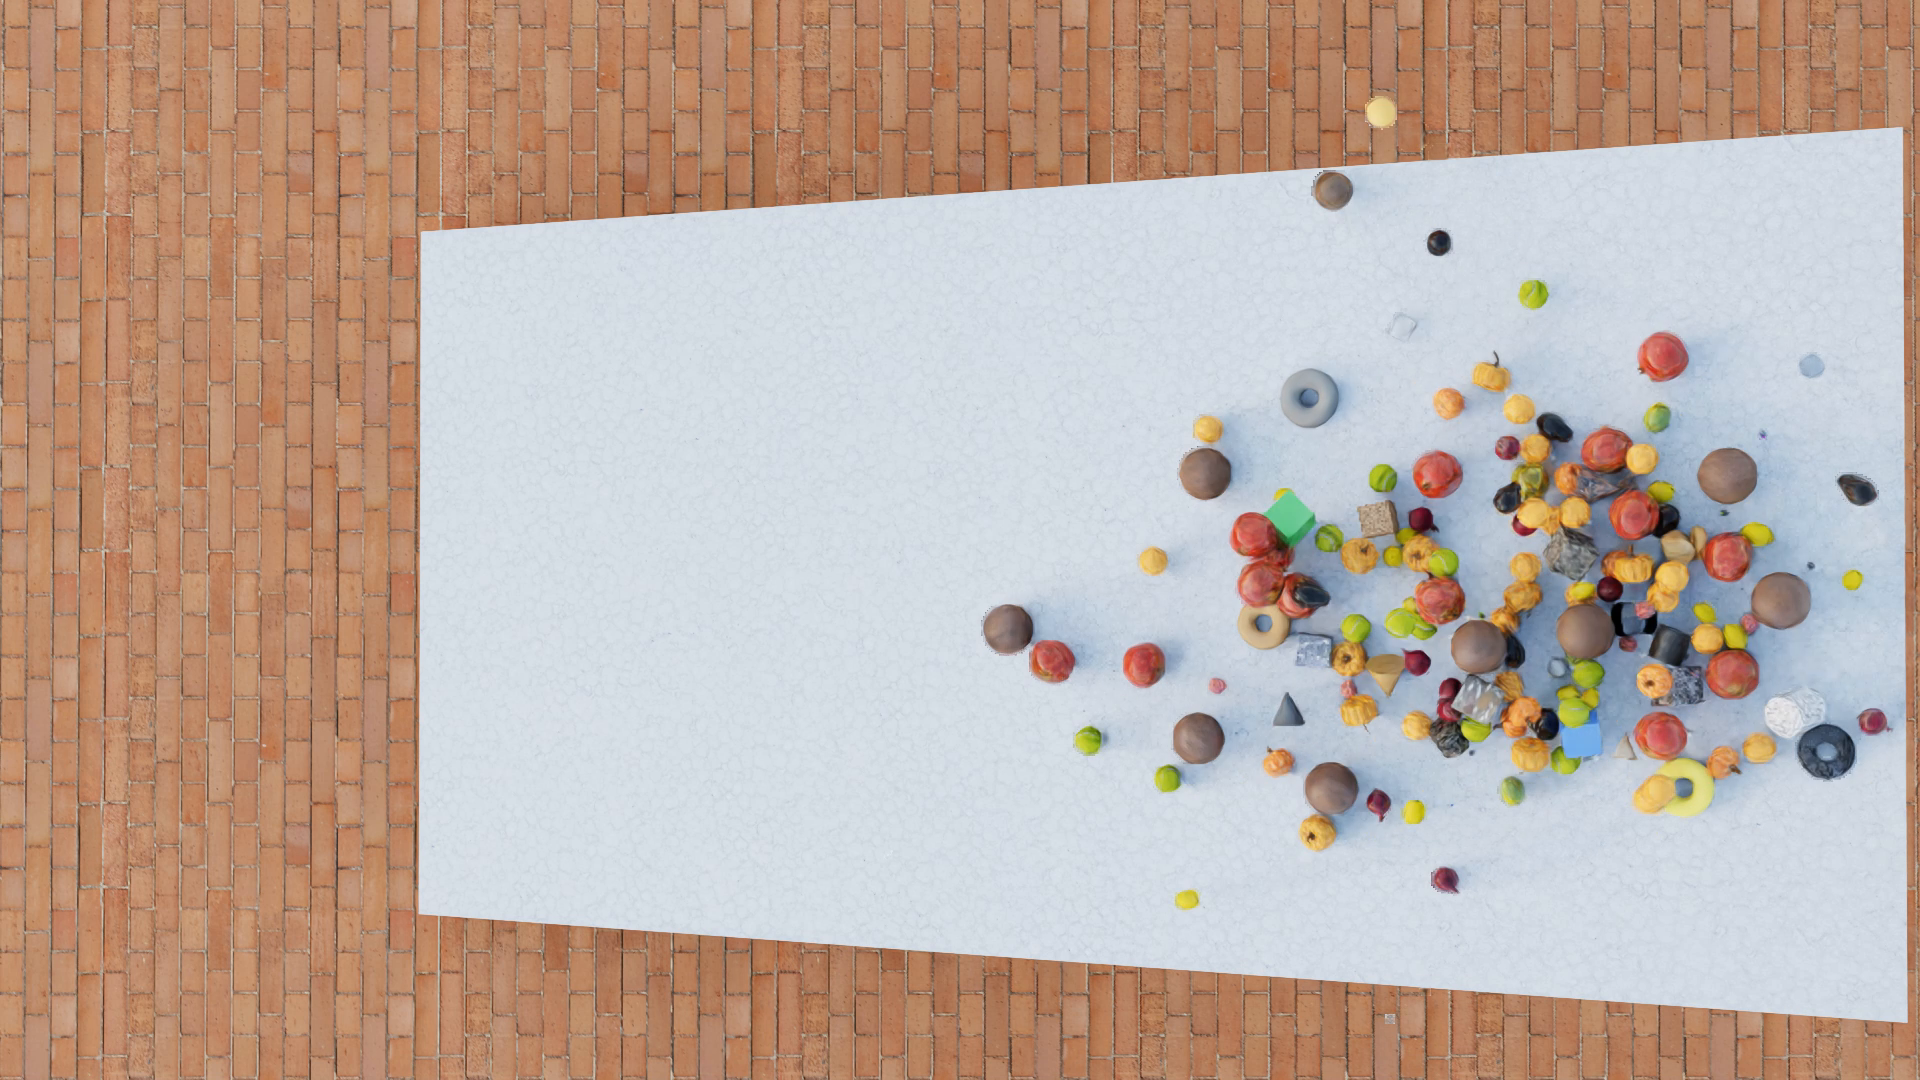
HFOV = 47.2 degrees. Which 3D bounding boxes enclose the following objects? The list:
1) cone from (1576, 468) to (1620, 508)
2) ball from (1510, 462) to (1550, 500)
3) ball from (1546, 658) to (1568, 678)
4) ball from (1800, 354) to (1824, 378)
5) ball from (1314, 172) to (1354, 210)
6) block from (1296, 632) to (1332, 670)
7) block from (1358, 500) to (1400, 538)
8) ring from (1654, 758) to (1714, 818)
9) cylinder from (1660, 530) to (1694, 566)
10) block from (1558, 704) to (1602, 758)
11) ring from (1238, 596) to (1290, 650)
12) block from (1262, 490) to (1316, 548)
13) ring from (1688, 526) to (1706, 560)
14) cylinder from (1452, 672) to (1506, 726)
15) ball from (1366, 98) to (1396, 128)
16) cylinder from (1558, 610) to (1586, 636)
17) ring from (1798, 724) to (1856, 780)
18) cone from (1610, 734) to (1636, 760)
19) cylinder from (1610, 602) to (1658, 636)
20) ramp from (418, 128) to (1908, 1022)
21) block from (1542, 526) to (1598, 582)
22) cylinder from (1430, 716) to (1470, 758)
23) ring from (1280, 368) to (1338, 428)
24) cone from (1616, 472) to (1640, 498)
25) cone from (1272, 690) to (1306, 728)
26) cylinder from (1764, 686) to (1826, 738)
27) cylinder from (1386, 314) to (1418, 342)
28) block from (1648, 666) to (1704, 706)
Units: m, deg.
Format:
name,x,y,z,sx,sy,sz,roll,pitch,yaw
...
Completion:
name,x,y,z,sx,sy,sz,roll,pitch,yaw
cone,1.488,-0.118,5.091,0.092,0.092,0.092,4,89,37
ball,1.344,-0.138,5.183,0.091,0.091,0.091,0,89,0
ball,1.406,0.301,5.173,0.051,0.051,0.051,0,89,0
ball,1.924,-0.392,4.965,0.053,0.053,0.053,0,89,0
ball,0.912,-0.852,5.369,0.095,0.095,0.095,0,89,0
block,0.865,0.271,5.375,0.078,0.078,0.078,8,93,11
block,1.014,-0.049,5.327,0.076,0.076,0.076,-12,85,22
ring,1.666,0.570,5.063,0.138,0.046,0.138,-1,88,28
cylinder,1.643,0.018,5.037,0.064,0.064,0.064,2,110,6
block,1.439,0.445,5.106,0.084,0.084,0.084,-9,114,12
ring,0.754,0.206,5.449,0.134,0.045,0.134,0,89,21
block,0.795,-0.050,5.308,0.087,0.087,0.087,-44,70,-3
ring,1.691,0.007,5.047,0.027,0.081,0.081,5,89,2
cylinder,1.212,0.372,5.143,0.093,0.093,0.093,29,89,13
ball,1.025,-1.041,5.357,0.070,0.070,0.070,0,89,0
cylinder,1.434,0.195,5.158,0.059,0.059,0.059,0,89,22
ring,1.950,0.477,4.949,0.123,0.041,0.123,-2,84,23
cone,1.520,0.469,5.025,0.058,0.058,0.058,12,77,0
cylinder,1.558,0.182,5.083,0.077,0.077,0.077,4,84,-41
ramp,0.283,0.086,5.724,4.000,0.100,2.000,0,89,23
block,1.420,0.032,5.116,0.082,0.082,0.082,21,117,-9
cylinder,1.166,0.470,5.243,0.072,0.072,0.072,-35,120,0
ring,0.859,-0.348,5.410,0.146,0.049,0.146,0,91,23
cone,1.563,-0.118,5.107,0.058,0.058,0.058,-36,73,0
cone,0.804,0.409,5.390,0.083,0.083,0.083,-4,97,0
cylinder,1.874,0.386,4.934,0.094,0.094,0.094,-15,89,-34
cylinder,1.069,-0.512,5.317,0.054,0.054,0.054,27,103,0
block,1.642,0.335,5.039,0.082,0.082,0.082,-4,87,-16
